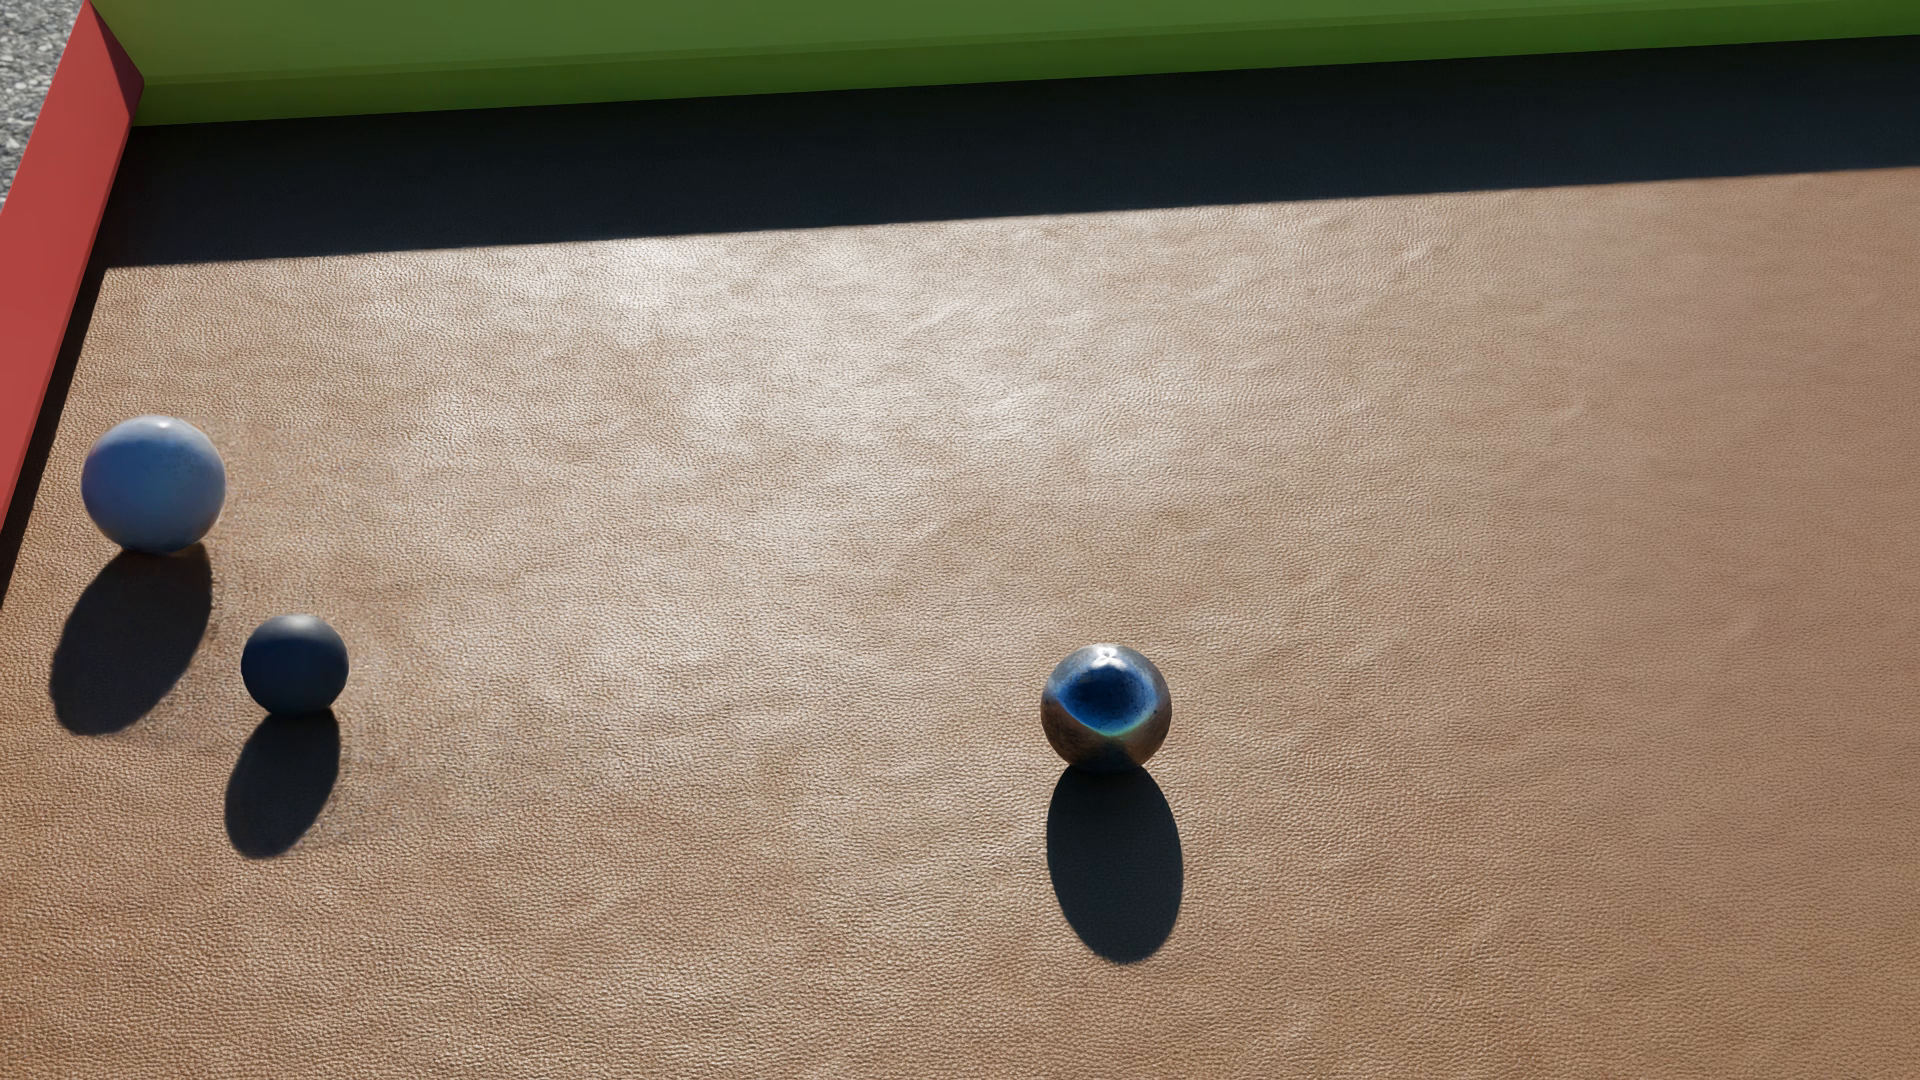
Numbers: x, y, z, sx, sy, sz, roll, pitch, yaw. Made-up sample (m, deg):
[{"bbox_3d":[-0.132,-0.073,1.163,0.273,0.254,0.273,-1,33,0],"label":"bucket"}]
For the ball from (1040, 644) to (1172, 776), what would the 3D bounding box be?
[{"bbox_3d":[0.089,0.103,1.563,0.081,0.081,0.081,0,35,0],"label":"ball"}]

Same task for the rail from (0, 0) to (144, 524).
[{"bbox_3d":[-0.645,0.026,1.633,0.045,0.124,1.560,-4,36,-5],"label":"rail"}]

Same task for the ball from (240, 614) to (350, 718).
[{"bbox_3d":[-0.417,0.079,1.610,0.066,0.066,0.066,0,35,0],"label":"ball"}]

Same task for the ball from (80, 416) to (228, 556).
[{"bbox_3d":[-0.549,-0.037,1.748,0.095,0.095,0.095,0,35,0],"label":"ball"}]

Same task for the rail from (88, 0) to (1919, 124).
[{"bbox_3d":[0.579,-0.500,2.371,2.692,0.124,0.045,-4,36,-5],"label":"rail"}]
